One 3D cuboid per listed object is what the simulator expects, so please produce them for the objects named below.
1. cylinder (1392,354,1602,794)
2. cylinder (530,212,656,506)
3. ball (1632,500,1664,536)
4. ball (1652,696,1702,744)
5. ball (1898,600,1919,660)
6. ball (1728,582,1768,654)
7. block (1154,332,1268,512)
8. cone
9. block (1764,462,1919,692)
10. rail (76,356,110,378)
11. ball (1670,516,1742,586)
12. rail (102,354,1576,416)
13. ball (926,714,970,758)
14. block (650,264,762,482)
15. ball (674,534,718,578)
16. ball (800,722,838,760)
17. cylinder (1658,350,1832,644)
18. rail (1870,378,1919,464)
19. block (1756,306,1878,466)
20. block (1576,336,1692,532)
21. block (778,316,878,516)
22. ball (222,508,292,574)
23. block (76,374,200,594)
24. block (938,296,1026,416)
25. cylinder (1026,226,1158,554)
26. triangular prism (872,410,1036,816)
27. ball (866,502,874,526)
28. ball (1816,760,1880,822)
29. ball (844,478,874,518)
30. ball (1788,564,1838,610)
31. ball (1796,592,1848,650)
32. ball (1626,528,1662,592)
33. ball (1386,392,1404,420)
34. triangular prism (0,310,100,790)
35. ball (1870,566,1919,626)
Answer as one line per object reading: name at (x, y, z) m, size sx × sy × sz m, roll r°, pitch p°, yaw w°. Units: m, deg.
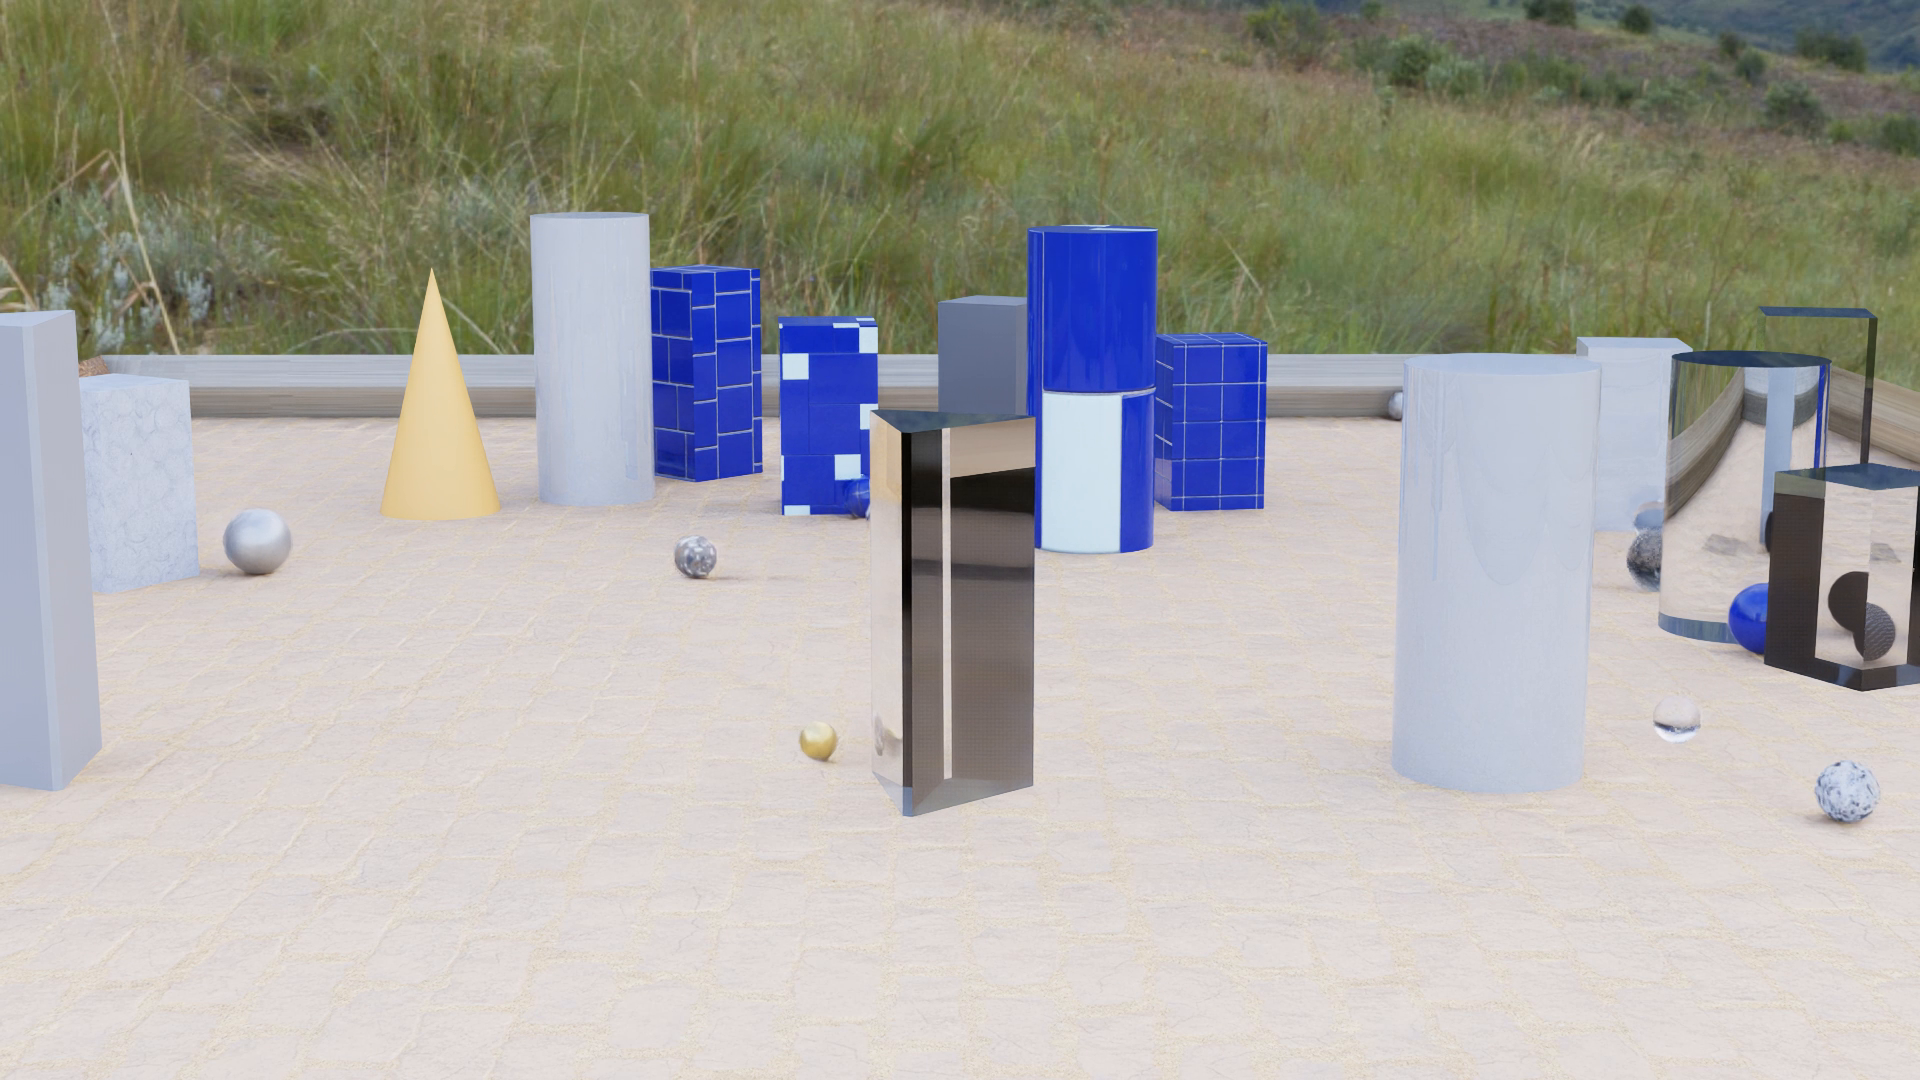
cylinder at (0.553, 0.029, 2.658) m, size 0.198 × 0.426 × 0.198 m, roll 0°, pitch 10°, yaw 0°
cylinder at (-0.621, -0.310, 4.347) m, size 0.198 × 0.478 × 0.198 m, roll 0°, pitch 10°, yaw 0°
ball at (1.074, -0.029, 3.974) m, size 0.063 × 0.063 × 0.063 m, roll 0°, pitch 10°, yaw 0°
ball at (0.780, 0.195, 2.792) m, size 0.052 × 0.052 × 0.052 m, roll 0°, pitch 10°, yaw 0°
ball at (1.201, 0.111, 3.174) m, size 0.078 × 0.078 × 0.078 m, roll 0°, pitch 10°, yaw 0°
ball at (1.007, 0.098, 3.210) m, size 0.090 × 0.090 × 0.090 m, roll 0°, pitch 10°, yaw 0°
block at (0.414, -0.200, 4.307) m, size 0.159 × 0.278 × 0.159 m, roll -2°, pitch 11°, yaw -9°
cone at (-0.862, -0.247, 4.220) m, size 0.198 × 0.402 × 0.198 m, roll 0°, pitch 10°, yaw 0°
block at (1.096, 0.041, 3.104) m, size 0.159 × 0.240 × 0.159 m, roll -5°, pitch 12°, yaw -26°
rail at (-1.760, 0.035, 3.439) m, size 0.045 × 0.129 × 3.926 m, roll 0°, pitch 10°, yaw 0°
ball at (1.057, 0.014, 3.638) m, size 0.099 × 0.099 × 0.099 m, roll 0°, pitch 10°, yaw 0°
rail at (-0.011, -0.320, 5.356) m, size 3.567 × 0.129 × 0.045 m, roll 0°, pitch 10°, yaw 0°
ball at (-0.013, 0.209, 2.732) m, size 0.047 × 0.047 × 0.047 m, roll 0°, pitch 10°, yaw 0°
block at (-0.470, -0.303, 4.614) m, size 0.159 × 0.368 × 0.159 m, roll 10°, pitch 14°, yaw 43°
ball at (-0.380, 0.024, 3.691) m, size 0.062 × 0.062 × 0.062 m, roll 0°, pitch 10°, yaw 0°
ball at (-0.150, 0.213, 2.723) m, size 0.041 × 0.041 × 0.041 m, roll 0°, pitch 10°, yaw 0°
cylinder at (1.017, -0.059, 3.332) m, size 0.198 × 0.354 × 0.198 m, roll 0°, pitch 10°, yaw 0°
rail at (1.760, 0.031, 3.459) m, size 0.045 × 0.129 × 3.926 m, roll 0°, pitch 10°, yaw 0°
block at (1.302, -0.171, 3.934) m, size 0.159 × 0.357 × 0.159 m, roll 2°, pitch 11°, yaw 13°
block at (1.072, -0.171, 4.111) m, size 0.159 × 0.291 × 0.159 m, roll 1°, pitch 11°, yaw 7°
block at (-0.220, -0.209, 4.264) m, size 0.159 × 0.311 × 0.159 m, roll -1°, pitch 11°, yaw -5°
ball at (-1.018, 0.002, 3.716) m, size 0.096 × 0.096 × 0.096 m, roll 0°, pitch 10°, yaw 0°
block at (-1.211, -0.084, 3.665) m, size 0.159 × 0.283 × 0.159 m, roll 7°, pitch 12°, yaw 32°
block at (0.066, -0.297, 4.777) m, size 0.159 × 0.298 × 0.159 m, roll 5°, pitch 12°, yaw 26°
cylinder at (0.200, -0.233, 3.923) m, size 0.198 × 0.482 × 0.198 m, roll 0°, pitch 10°, yaw 0°
triangular prism at (-0.039, 0.064, 2.595) m, size 0.172 × 0.381 × 0.149 m, roll -9°, pitch 14°, yaw -42°
ball at (-0.126, -0.042, 4.088) m, size 0.046 × 0.046 × 0.046 m, roll 0°, pitch 10°, yaw 0°
ball at (0.865, 0.245, 2.499) m, size 0.060 × 0.060 × 0.060 m, roll 0°, pitch 10°, yaw 0°
ball at (-0.155, -0.069, 4.181) m, size 0.066 × 0.066 × 0.066 m, roll 0°, pitch 10°, yaw 0°
ball at (1.155, 0.064, 3.474) m, size 0.062 × 0.062 × 0.062 m, roll 0°, pitch 10°, yaw 0°
ball at (1.083, 0.101, 3.240) m, size 0.073 × 0.073 × 0.073 m, roll 0°, pitch 10°, yaw 0°
ball at (0.978, 0.029, 3.585) m, size 0.090 × 0.090 × 0.090 m, roll 0°, pitch 10°, yaw 0°
ball at (0.915, -0.278, 5.334) m, size 0.057 × 0.057 × 0.057 m, roll 0°, pitch 10°, yaw 0°
triangular prism at (-0.963, 0.004, 2.668) m, size 0.172 × 0.473 × 0.149 m, roll 5°, pitch 12°, yaw 25°
ball at (1.237, 0.074, 3.369) m, size 0.080 × 0.080 × 0.080 m, roll 0°, pitch 10°, yaw 0°
